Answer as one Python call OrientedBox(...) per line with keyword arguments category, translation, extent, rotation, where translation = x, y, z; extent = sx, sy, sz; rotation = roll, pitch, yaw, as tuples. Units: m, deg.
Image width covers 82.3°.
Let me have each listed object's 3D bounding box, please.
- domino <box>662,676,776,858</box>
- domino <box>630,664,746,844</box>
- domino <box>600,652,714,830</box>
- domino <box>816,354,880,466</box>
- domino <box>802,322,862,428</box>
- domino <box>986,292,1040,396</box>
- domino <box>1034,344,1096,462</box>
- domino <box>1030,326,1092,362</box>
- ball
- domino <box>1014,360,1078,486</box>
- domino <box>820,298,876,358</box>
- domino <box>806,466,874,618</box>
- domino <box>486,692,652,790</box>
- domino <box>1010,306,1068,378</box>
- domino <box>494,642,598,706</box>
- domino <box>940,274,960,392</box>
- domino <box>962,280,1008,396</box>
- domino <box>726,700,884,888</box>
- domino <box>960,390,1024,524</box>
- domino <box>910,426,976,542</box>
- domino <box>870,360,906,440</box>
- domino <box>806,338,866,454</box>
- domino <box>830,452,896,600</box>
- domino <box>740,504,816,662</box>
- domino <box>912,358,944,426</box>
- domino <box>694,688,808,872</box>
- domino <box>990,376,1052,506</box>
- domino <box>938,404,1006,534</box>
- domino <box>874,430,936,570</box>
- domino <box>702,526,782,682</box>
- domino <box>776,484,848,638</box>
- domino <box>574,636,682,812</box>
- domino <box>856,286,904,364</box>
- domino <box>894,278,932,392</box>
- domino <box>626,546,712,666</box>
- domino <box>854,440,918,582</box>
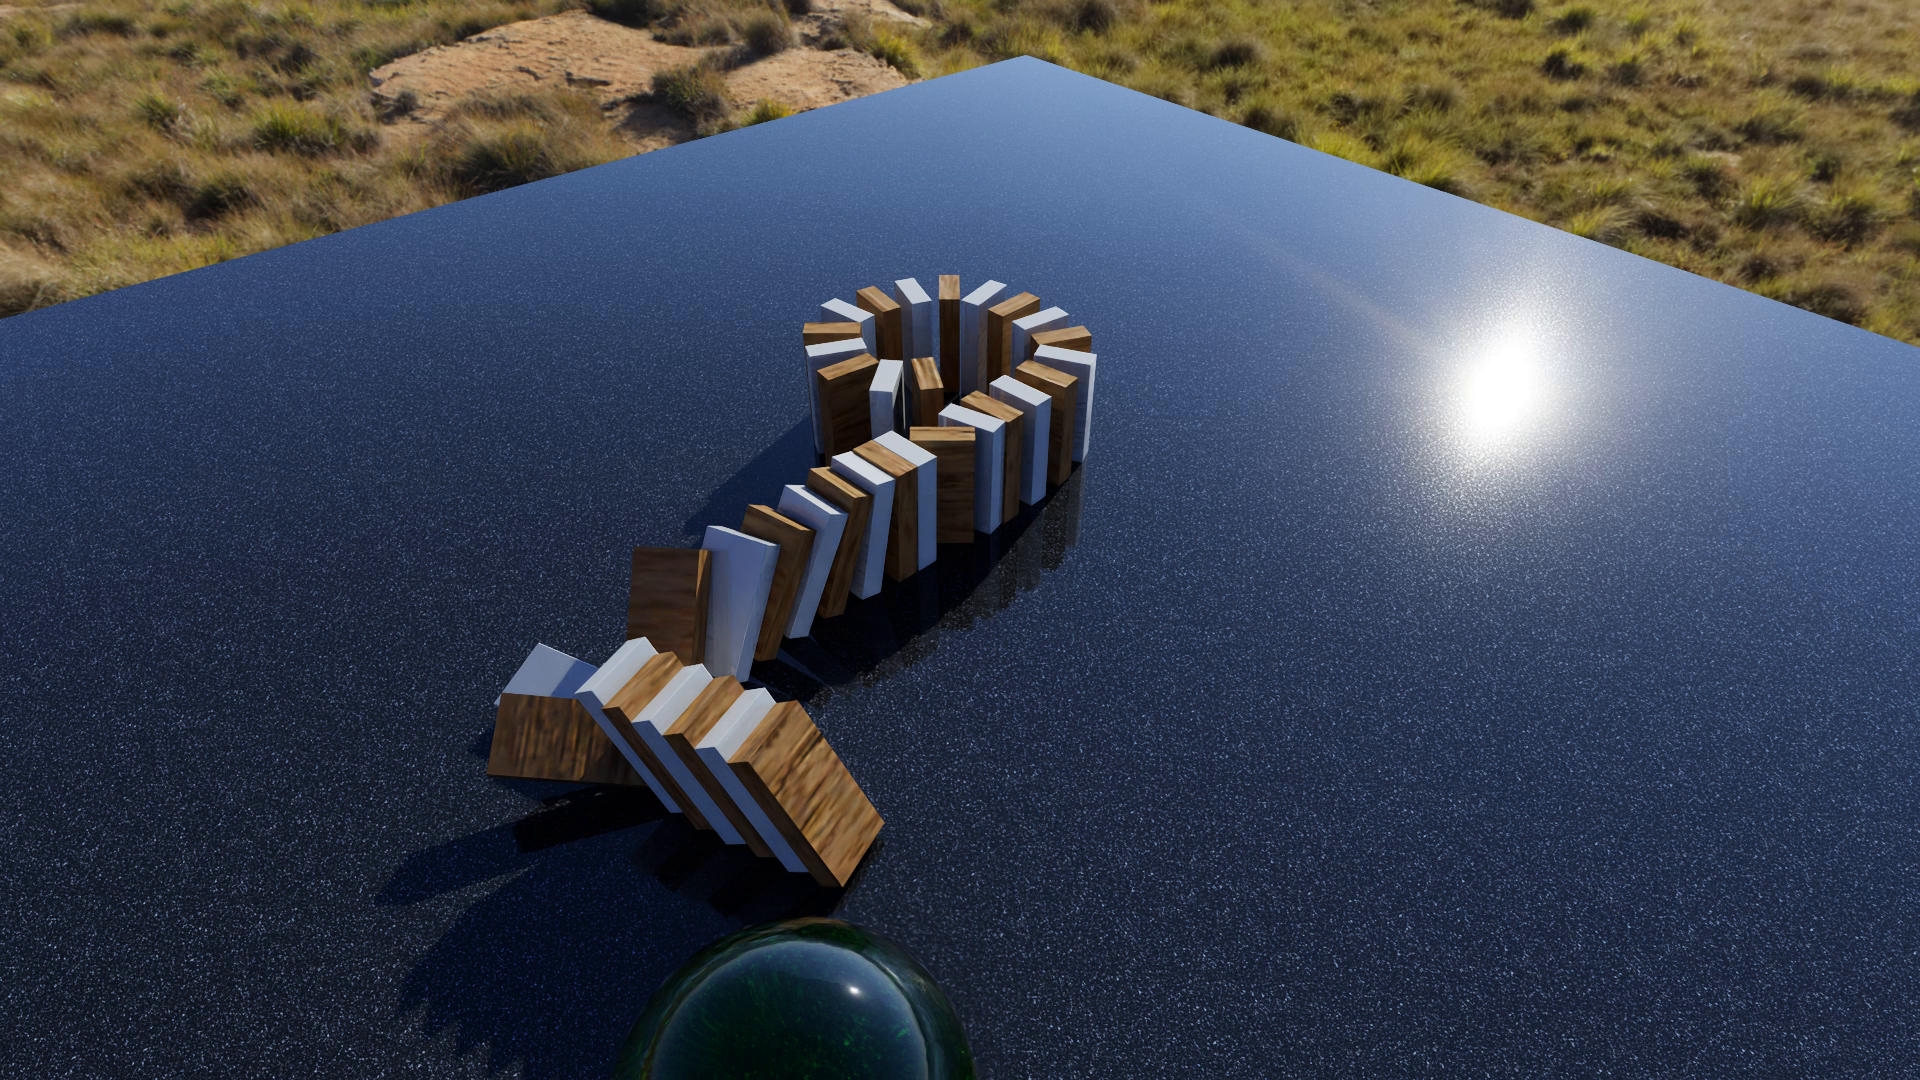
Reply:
OrientedBox(category="domino", translation=(-0.064, 0.068, 0.330), extent=(0.010, 0.050, 0.025), rotation=(-13, 27, 39))
OrientedBox(category="domino", translation=(-0.075, 0.065, 0.334), extent=(0.009, 0.050, 0.025), rotation=(-13, 27, 39))
OrientedBox(category="domino", translation=(-0.085, 0.062, 0.338), extent=(0.010, 0.050, 0.025), rotation=(-13, 27, 39))
OrientedBox(category="domino", translation=(-0.047, -0.054, 0.477), extent=(0.025, 0.050, 0.010), rotation=(-24, 45, -27))
OrientedBox(category="domino", translation=(-0.057, -0.075, 0.503), extent=(0.025, 0.050, 0.010), rotation=(0, 39, 0))
OrientedBox(category="domino", translation=(0.025, -0.089, 0.520), extent=(0.025, 0.050, 0.010), rotation=(-32, 49, -33))
OrientedBox(category="domino", translation=(0.045, -0.060, 0.484), extent=(0.025, 0.050, 0.010), rotation=(13, 41, 15))
OrientedBox(category="domino", translation=(0.044, -0.071, 0.498), extent=(0.025, 0.050, 0.009), rotation=(-12, 41, -15))
OrientedBox(category="ball", translation=(-0.035, 0.123, 0.237), extent=(0.080, 0.080, 0.080), rotation=(0, 39, 0))
OrientedBox(category="domino", translation=(0.036, -0.050, 0.472), extent=(0.025, 0.050, 0.010), rotation=(26, 46, 28))
OrientedBox(category="domino", translation=(-0.051, -0.085, 0.515), extent=(0.025, 0.050, 0.009), rotation=(28, 47, 30))
OrientedBox(category="domino", translation=(-0.050, 0.001, 0.410), extent=(0.025, 0.050, 0.009), rotation=(32, 27, 33))
OrientedBox(category="domino", translation=(-0.120, 0.064, 0.347), extent=(0.050, 0.009, 0.025), rotation=(8, 70, -14))
OrientedBox(category="domino", translation=(0.036, -0.080, 0.510), extent=(0.025, 0.050, 0.009), rotation=(-24, 45, -26))
OrientedBox(category="domino", translation=(-0.128, 0.055, 0.370), extent=(0.050, 0.010, 0.025), rotation=(18, 61, 20))
OrientedBox(category="domino", translation=(-0.005, -0.100, 0.533), extent=(0.010, 0.050, 0.025), rotation=(0, 39, 0))
OrientedBox(category="domino", translation=(0.011, -0.096, 0.529), extent=(0.010, 0.050, 0.025), rotation=(23, 45, 25))
OrientedBox(category="domino", translation=(-0.044, 0.075, 0.323), extent=(0.010, 0.050, 0.025), rotation=(-13, 27, 39))
OrientedBox(category="domino", translation=(0.012, -0.034, 0.453), extent=(0.025, 0.050, 0.010), rotation=(30, 47, 31))
OrientedBox(category="domino", translation=(-0.007, -0.021, 0.437), extent=(0.025, 0.050, 0.009), rotation=(0, 39, -1))
OrientedBox(category="domino", translation=(-0.031, -0.049, 0.471), extent=(0.010, 0.050, 0.025), rotation=(5, 40, 6))
OrientedBox(category="domino", translation=(-0.053, -0.064, 0.489), extent=(0.025, 0.050, 0.009), rotation=(-11, 41, -13))
OrientedBox(category="domino", translation=(-0.039, -0.005, 0.417), extent=(0.025, 0.050, 0.009), rotation=(32, 37, 33))
OrientedBox(category="domino", translation=(-0.071, 0.015, 0.396), extent=(0.025, 0.050, 0.010), rotation=(24, 11, 26))
OrientedBox(category="domino", translation=(-0.014, -0.050, 0.473), extent=(0.009, 0.050, 0.025), rotation=(-7, 40, -8))
OrientedBox(category="domino", translation=(-0.054, 0.071, 0.326), extent=(0.010, 0.050, 0.025), rotation=(-13, 27, 39))
OrientedBox(category="domino", translation=(0.024, -0.041, 0.462), extent=(0.025, 0.050, 0.010), rotation=(31, 48, 32))
OrientedBox(category="domino", translation=(0.004, -0.028, 0.446), extent=(0.025, 0.050, 0.010), rotation=(21, 43, 24))
OrientedBox(category="domino", translation=(-0.021, -0.015, 0.430), extent=(0.025, 0.050, 0.010), rotation=(32, 48, 33))
OrientedBox(category="domino", translation=(-0.082, 0.022, 0.387), extent=(0.025, 0.050, 0.009), rotation=(16, 5, 19))
OrientedBox(category="domino", translation=(-0.060, 0.008, 0.403), extent=(0.025, 0.050, 0.010), rotation=(31, 19, 32))
OrientedBox(category="domino", translation=(-0.094, 0.058, 0.343), extent=(0.009, 0.050, 0.025), rotation=(-14, 27, 39))
OrientedBox(category="domino", translation=(-0.038, -0.092, 0.524), extent=(0.009, 0.050, 0.025), rotation=(-22, 44, -25))
OrientedBox(category="domino", translation=(-0.022, -0.097, 0.530), extent=(0.010, 0.050, 0.025), rotation=(-14, 41, -16))
OrientedBox(category="domino", translation=(-0.101, 0.028, 0.381), extent=(0.025, 0.050, 0.010), rotation=(2, -4, 14))
OrientedBox(category="domino", translation=(-0.029, -0.011, 0.424), extent=(0.025, 0.050, 0.009), rotation=(32, 47, 33))
